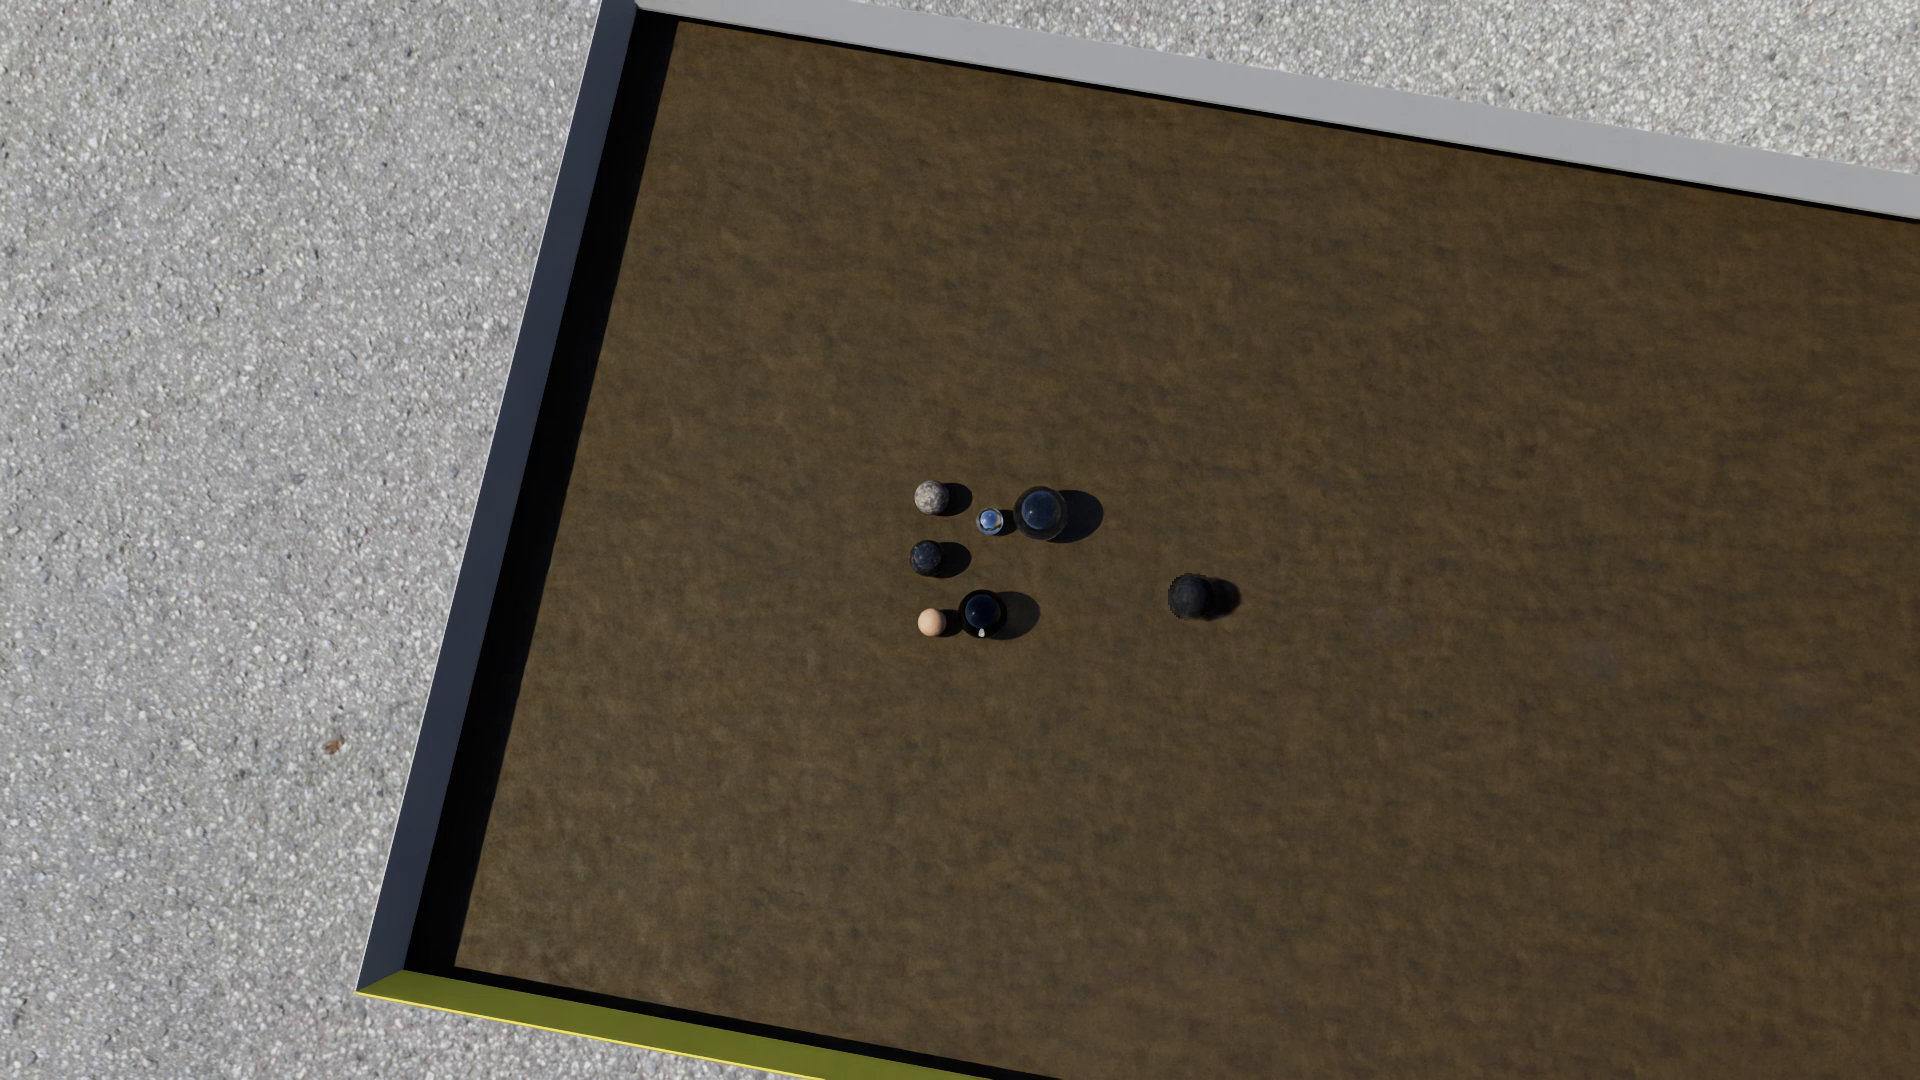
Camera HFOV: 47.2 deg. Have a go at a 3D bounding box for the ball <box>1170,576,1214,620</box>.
[{"bbox_3d":[0.352,0.087,3.330,0.067,0.067,0.067,0,75,0],"label":"ball"}]

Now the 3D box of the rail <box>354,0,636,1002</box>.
[{"bbox_3d":[-0.685,-0.126,3.364,0.045,0.110,1.652,10,75,3],"label":"rail"}]

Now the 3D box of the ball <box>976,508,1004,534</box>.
[{"bbox_3d":[0.046,-0.029,3.374,0.042,0.042,0.042,0,75,0],"label":"ball"}]

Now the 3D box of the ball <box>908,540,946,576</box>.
[{"bbox_3d":[-0.049,0.028,3.351,0.057,0.057,0.057,0,75,0],"label":"ball"}]

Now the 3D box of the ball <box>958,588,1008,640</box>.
[{"bbox_3d":[0.034,0.112,3.318,0.076,0.076,0.076,0,75,0],"label":"ball"}]

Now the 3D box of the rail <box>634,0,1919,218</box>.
[{"bbox_3d":[0.851,-0.645,3.506,2.877,0.110,0.045,10,75,3],"label":"rail"}]

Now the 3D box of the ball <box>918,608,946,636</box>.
[{"bbox_3d":[-0.042,0.125,3.331,0.044,0.044,0.044,0,75,0],"label":"ball"}]

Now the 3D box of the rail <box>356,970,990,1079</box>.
[{"bbox_3d":[0.565,0.878,3.091,2.877,0.110,0.045,10,75,3],"label":"rail"}]

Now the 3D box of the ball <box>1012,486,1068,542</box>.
[{"bbox_3d":[0.123,-0.041,3.355,0.085,0.085,0.085,0,75,0],"label":"ball"}]

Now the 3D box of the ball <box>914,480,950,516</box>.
[{"bbox_3d":[-0.043,-0.065,3.378,0.054,0.054,0.054,0,75,0],"label":"ball"}]
